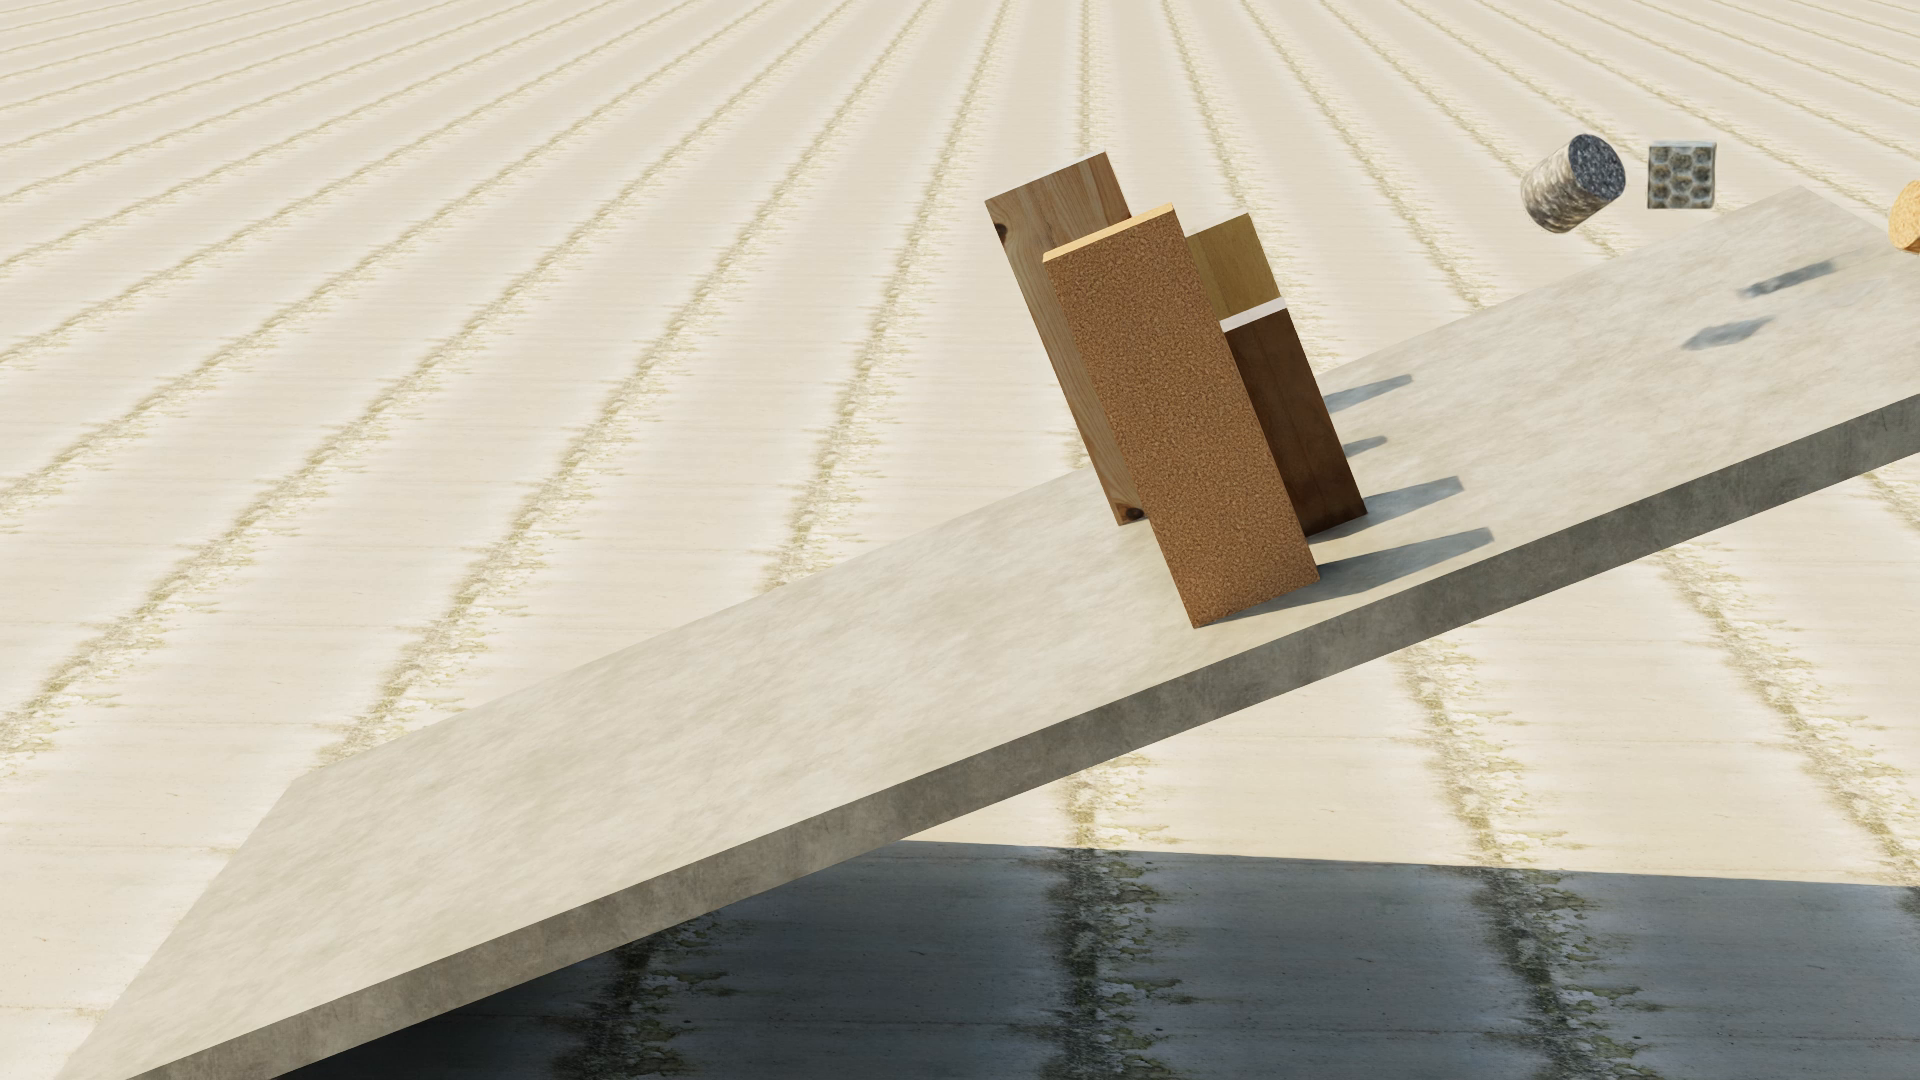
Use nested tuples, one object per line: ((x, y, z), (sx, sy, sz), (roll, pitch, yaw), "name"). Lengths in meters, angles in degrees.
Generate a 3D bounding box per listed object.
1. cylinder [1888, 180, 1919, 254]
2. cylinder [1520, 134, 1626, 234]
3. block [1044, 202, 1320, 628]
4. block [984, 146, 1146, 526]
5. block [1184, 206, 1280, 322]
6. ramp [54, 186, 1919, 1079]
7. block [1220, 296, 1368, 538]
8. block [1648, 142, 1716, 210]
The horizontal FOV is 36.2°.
((1.949, -0.631, 5.851), (0.140, 0.140, 0.140), (13, 11, -15), "cylinder")
((1.250, -0.727, 6.002), (0.151, 0.151, 0.151), (-10, -16, -35), "cylinder")
((0.414, -0.229, 5.466), (0.254, 0.747, 0.111), (-21, 12, 8), "block")
((0.333, -0.441, 6.443), (0.282, 0.780, 0.083), (-21, 12, 8), "block")
((0.570, -0.470, 6.834), (0.395, 0.485, 0.101), (-21, 12, 8), "block")
((0.126, 0.172, 6.288), (4.000, 0.100, 2.000), (-21, 12, 8), "ramp")
((0.607, -0.223, 5.812), (0.244, 0.442, 0.132), (-21, 12, 8), "block")
((1.522, -0.770, 6.201), (0.130, 0.130, 0.130), (3, 13, 17), "block")
